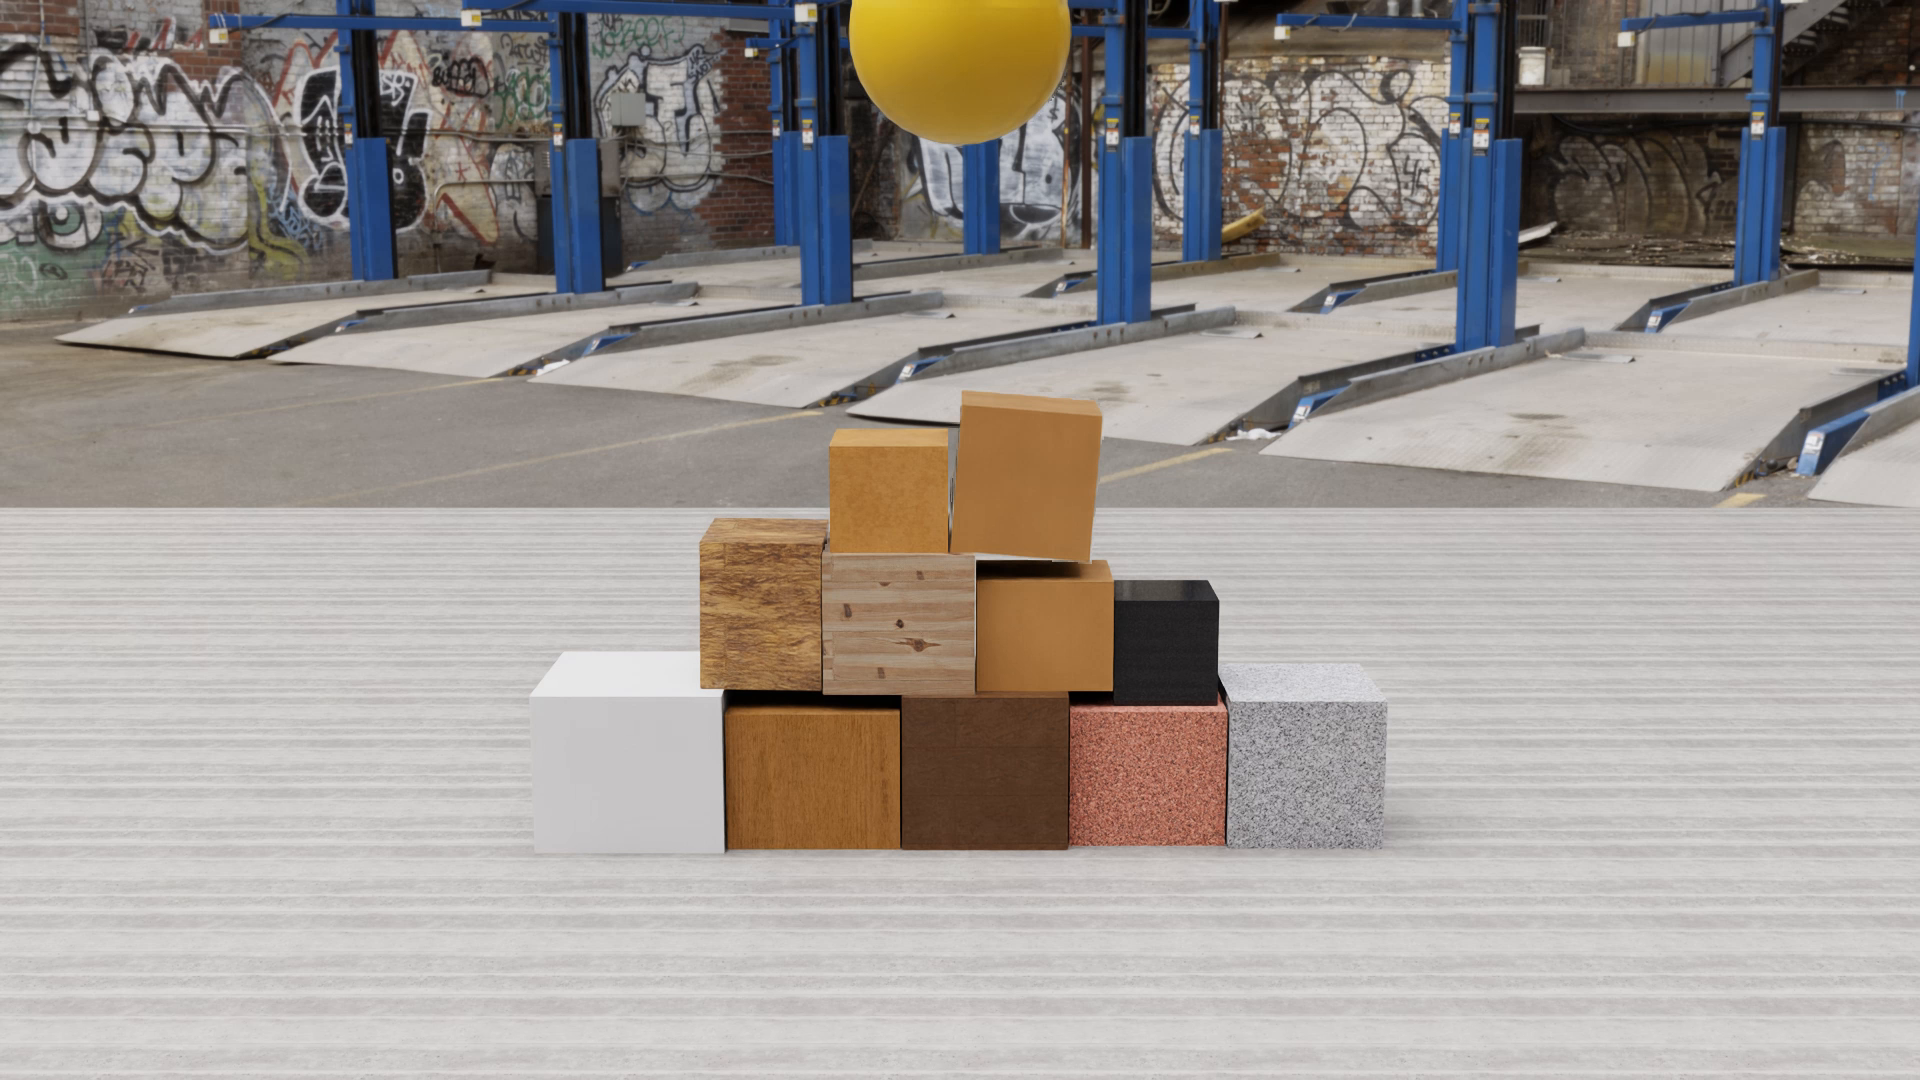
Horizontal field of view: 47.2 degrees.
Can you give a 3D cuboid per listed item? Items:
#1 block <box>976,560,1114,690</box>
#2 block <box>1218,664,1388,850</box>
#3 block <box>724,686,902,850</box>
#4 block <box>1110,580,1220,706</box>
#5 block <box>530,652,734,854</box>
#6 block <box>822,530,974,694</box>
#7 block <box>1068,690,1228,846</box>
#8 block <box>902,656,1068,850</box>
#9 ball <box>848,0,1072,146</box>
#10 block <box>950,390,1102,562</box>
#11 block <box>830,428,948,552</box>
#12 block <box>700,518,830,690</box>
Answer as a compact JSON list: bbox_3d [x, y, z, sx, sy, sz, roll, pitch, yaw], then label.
[{"bbox_3d":[0.424,0.429,11.241,0.682,0.558,0.579,0,10,0],"label":"block"},{"bbox_3d":[1.733,1.104,11.363,0.777,0.763,0.806,0,10,0],"label":"block"},{"bbox_3d":[-0.733,1.130,11.400,0.867,0.697,0.883,0,10,0],"label":"block"},{"bbox_3d":[1.035,0.523,11.279,0.520,0.543,0.522,0,10,0],"label":"block"},{"bbox_3d":[-1.649,1.080,11.371,0.945,0.806,0.968,0,10,0],"label":"block"},{"bbox_3d":[-0.304,0.357,11.229,0.753,0.704,0.733,0,10,0],"label":"block"},{"bbox_3d":[0.942,1.135,11.378,0.785,0.697,0.717,0,10,0],"label":"block"},{"bbox_3d":[0.125,1.088,11.379,0.828,0.788,0.883,0,10,0],"label":"block"},{"bbox_3d":[0.000,-3.639,15.758,1.600,1.600,1.600,0,10,0],"label":"ball"},{"bbox_3d":[0.325,-0.334,11.135,0.691,0.728,0.644,5,10,-1],"label":"block"},{"bbox_3d":[-0.350,-0.257,11.152,0.583,0.532,0.662,0,10,0],"label":"block"},{"bbox_3d":[-0.987,0.317,11.252,0.605,0.743,0.716,1,10,0],"label":"block"}]
